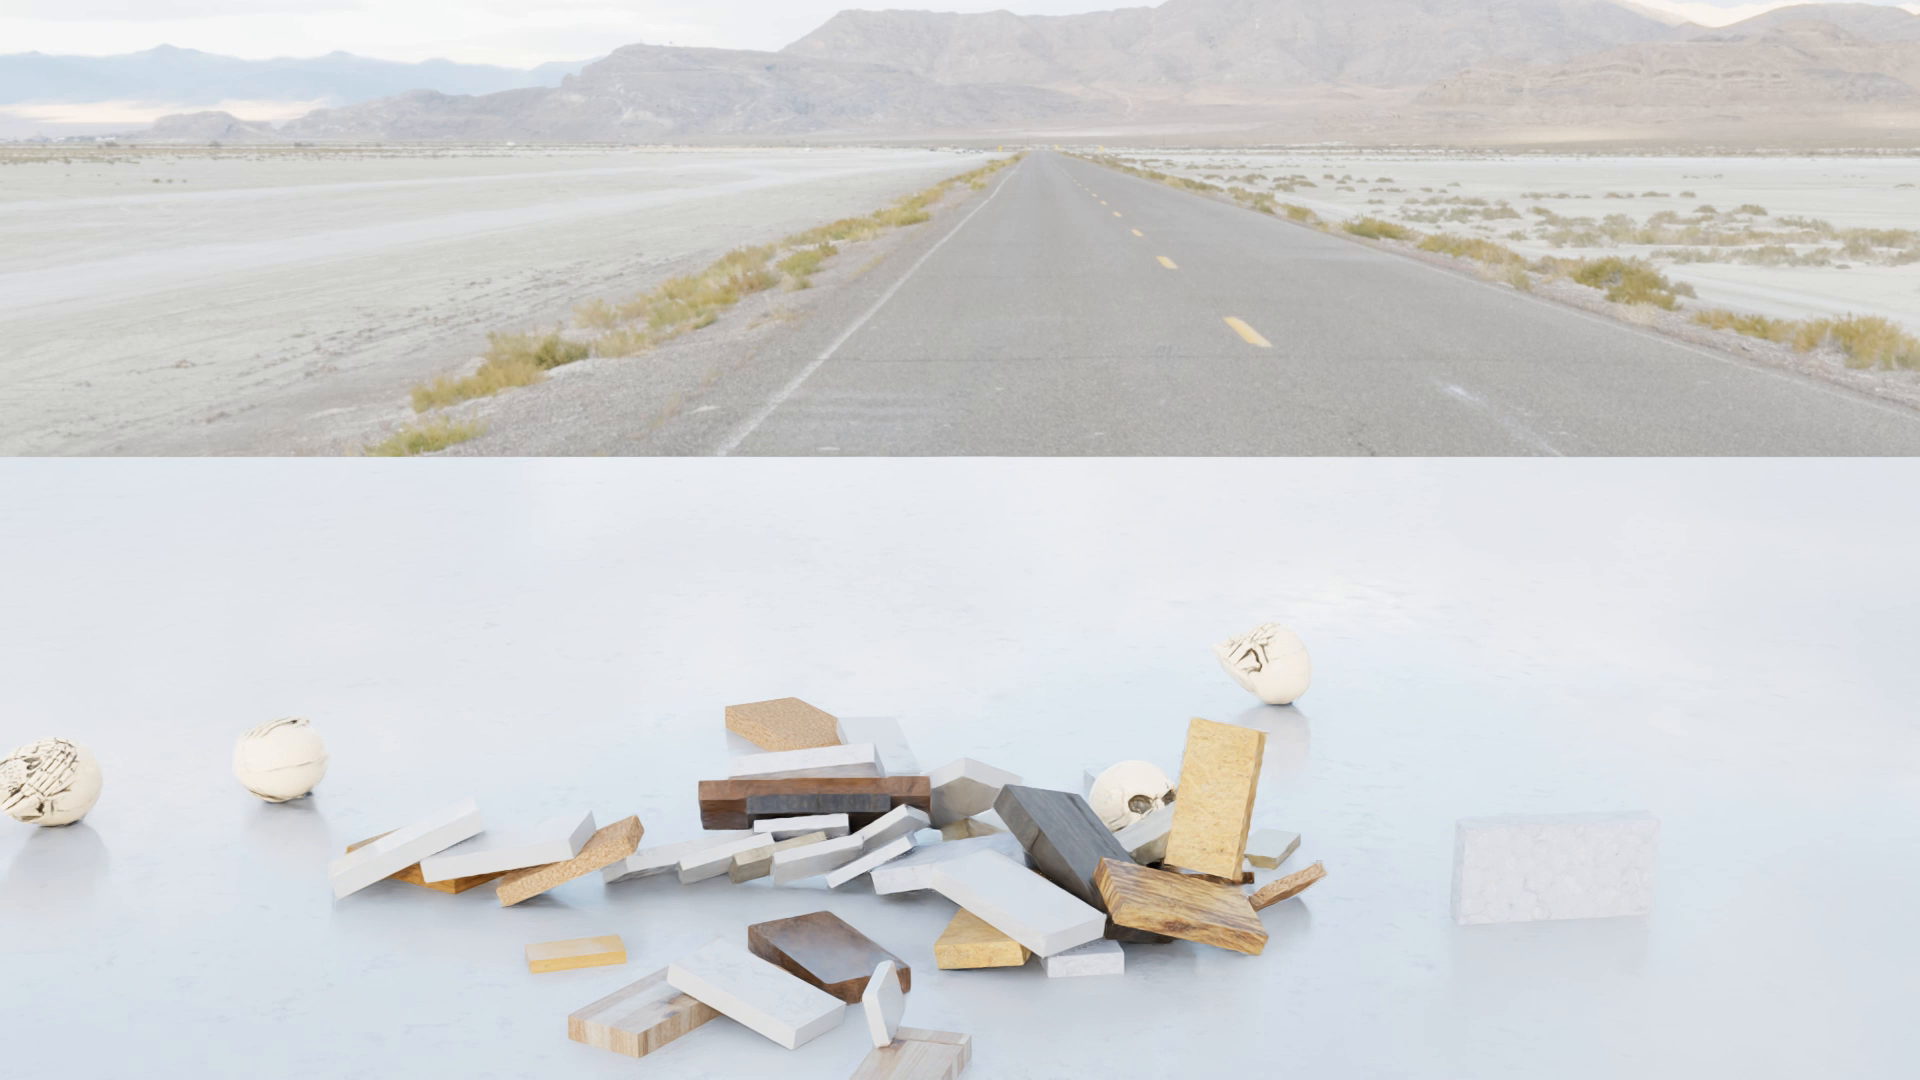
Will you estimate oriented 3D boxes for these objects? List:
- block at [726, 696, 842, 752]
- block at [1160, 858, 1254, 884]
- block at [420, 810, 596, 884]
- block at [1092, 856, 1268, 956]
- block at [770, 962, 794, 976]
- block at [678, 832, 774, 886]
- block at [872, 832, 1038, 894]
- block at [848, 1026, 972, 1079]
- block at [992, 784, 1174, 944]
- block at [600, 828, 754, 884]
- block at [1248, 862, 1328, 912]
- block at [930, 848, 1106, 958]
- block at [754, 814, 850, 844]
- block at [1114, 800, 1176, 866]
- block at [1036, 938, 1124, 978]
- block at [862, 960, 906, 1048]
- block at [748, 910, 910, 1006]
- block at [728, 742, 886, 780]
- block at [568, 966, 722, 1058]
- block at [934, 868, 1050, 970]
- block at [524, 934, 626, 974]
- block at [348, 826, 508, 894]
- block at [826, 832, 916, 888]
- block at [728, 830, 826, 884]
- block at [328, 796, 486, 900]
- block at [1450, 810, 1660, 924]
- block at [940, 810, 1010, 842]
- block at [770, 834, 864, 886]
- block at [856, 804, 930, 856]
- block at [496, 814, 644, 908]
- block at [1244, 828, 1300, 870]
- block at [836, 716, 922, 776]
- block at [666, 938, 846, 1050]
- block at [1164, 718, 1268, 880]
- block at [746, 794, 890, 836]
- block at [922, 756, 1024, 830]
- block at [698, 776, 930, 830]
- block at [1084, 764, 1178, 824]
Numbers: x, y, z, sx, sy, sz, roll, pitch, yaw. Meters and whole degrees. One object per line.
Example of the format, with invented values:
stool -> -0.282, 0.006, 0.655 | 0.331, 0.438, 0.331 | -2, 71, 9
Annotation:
block -> -0.338, 0.398, 4.574 | 0.164, 0.046, 0.365 | -6, 12, -30
block -> 0.421, 0.565, 3.746 | 0.149, 0.021, 0.075 | 0, 11, -2
block -> -0.749, 0.509, 3.656 | 0.260, 0.037, 0.130 | -10, 12, 10
block -> 0.340, 0.566, 3.398 | 0.254, 0.036, 0.127 | 16, 21, -20
block -> -0.322, 0.649, 3.298 | 0.072, 0.021, 0.145 | -9, 14, -41
block -> -0.394, 0.536, 3.698 | 0.158, 0.022, 0.079 | -15, -25, -16
block -> 0.008, 0.527, 3.615 | 0.276, 0.039, 0.138 | -12, 5, 25
block -> -0.072, 0.711, 2.925 | 0.116, 0.033, 0.232 | 3, 11, 15
block -> 0.201, 0.514, 3.500 | 0.164, 0.046, 0.328 | 13, 24, -38
block -> -0.478, 0.537, 3.732 | 0.235, 0.033, 0.117 | -7, -14, -32
block -> 0.528, 0.569, 3.589 | 0.149, 0.021, 0.075 | -11, -26, -45
block -> 0.087, 0.552, 3.363 | 0.127, 0.036, 0.254 | -10, 24, -41
block -> -0.268, 0.499, 3.746 | 0.158, 0.022, 0.079 | -4, -31, -2
block -> 0.283, 0.516, 3.669 | 0.239, 0.034, 0.119 | -29, 10, 4
block -> 0.168, 0.615, 3.443 | 0.116, 0.033, 0.275 | -2, 11, -9
block -> -0.104, 0.638, 3.031 | 0.021, 0.072, 0.145 | -14, 5, 9
block -> -0.201, 0.633, 3.331 | 0.138, 0.039, 0.276 | -6, 12, -29
block -> -0.262, 0.405, 3.789 | 0.253, 0.036, 0.126 | -6, -32, 6
block -> -0.428, 0.668, 3.149 | 0.126, 0.036, 0.253 | 7, 12, 31
block -> 0.070, 0.588, 3.435 | 0.138, 0.039, 0.276 | -7, 13, 20
block -> -0.590, 0.635, 3.373 | 0.145, 0.021, 0.072 | -3, 11, -17
block -> -0.915, 0.550, 3.785 | 0.260, 0.037, 0.130 | 7, 13, 33
block -> -0.148, 0.535, 3.682 | 0.152, 0.022, 0.076 | -27, -3, 5
block -> -0.307, 0.536, 3.710 | 0.158, 0.022, 0.079 | -12, -29, -20
block -> -0.926, 0.513, 3.682 | 0.260, 0.037, 0.130 | -25, 10, -14
block -> 0.960, 0.527, 3.550 | 0.328, 0.164, 0.046 | -2, 15, -9
block -> 0.034, 0.529, 3.806 | 0.119, 0.034, 0.238 | -17, 10, -1
block -> -0.242, 0.538, 3.703 | 0.152, 0.076, 0.022 | -11, 56, -17
block -> -0.134, 0.505, 3.761 | 0.152, 0.022, 0.076 | -33, -31, 17
block -> -0.645, 0.531, 3.647 | 0.235, 0.033, 0.117 | -23, 10, 4
block -> 0.542, 0.542, 3.868 | 0.075, 0.021, 0.149 | 5, 12, 24
block -> -0.163, 0.418, 4.357 | 0.119, 0.034, 0.238 | 0, 22, -16
block -> -0.292, 0.647, 3.141 | 0.232, 0.033, 0.116 | 21, 19, 29
block -> 0.411, 0.414, 3.533 | 0.119, 0.239, 0.034 | 10, -2, 30
block -> -0.242, 0.477, 3.771 | 0.242, 0.033, 0.117 | 0, -32, -4
block -> -0.016, 0.449, 3.878 | 0.127, 0.036, 0.254 | 23, -32, -29
block -> -0.251, 0.456, 3.804 | 0.395, 0.036, 0.126 | -1, -32, -4
block -> 0.346, 0.488, 4.128 | 0.119, 0.034, 0.339 | -3, 11, -17
